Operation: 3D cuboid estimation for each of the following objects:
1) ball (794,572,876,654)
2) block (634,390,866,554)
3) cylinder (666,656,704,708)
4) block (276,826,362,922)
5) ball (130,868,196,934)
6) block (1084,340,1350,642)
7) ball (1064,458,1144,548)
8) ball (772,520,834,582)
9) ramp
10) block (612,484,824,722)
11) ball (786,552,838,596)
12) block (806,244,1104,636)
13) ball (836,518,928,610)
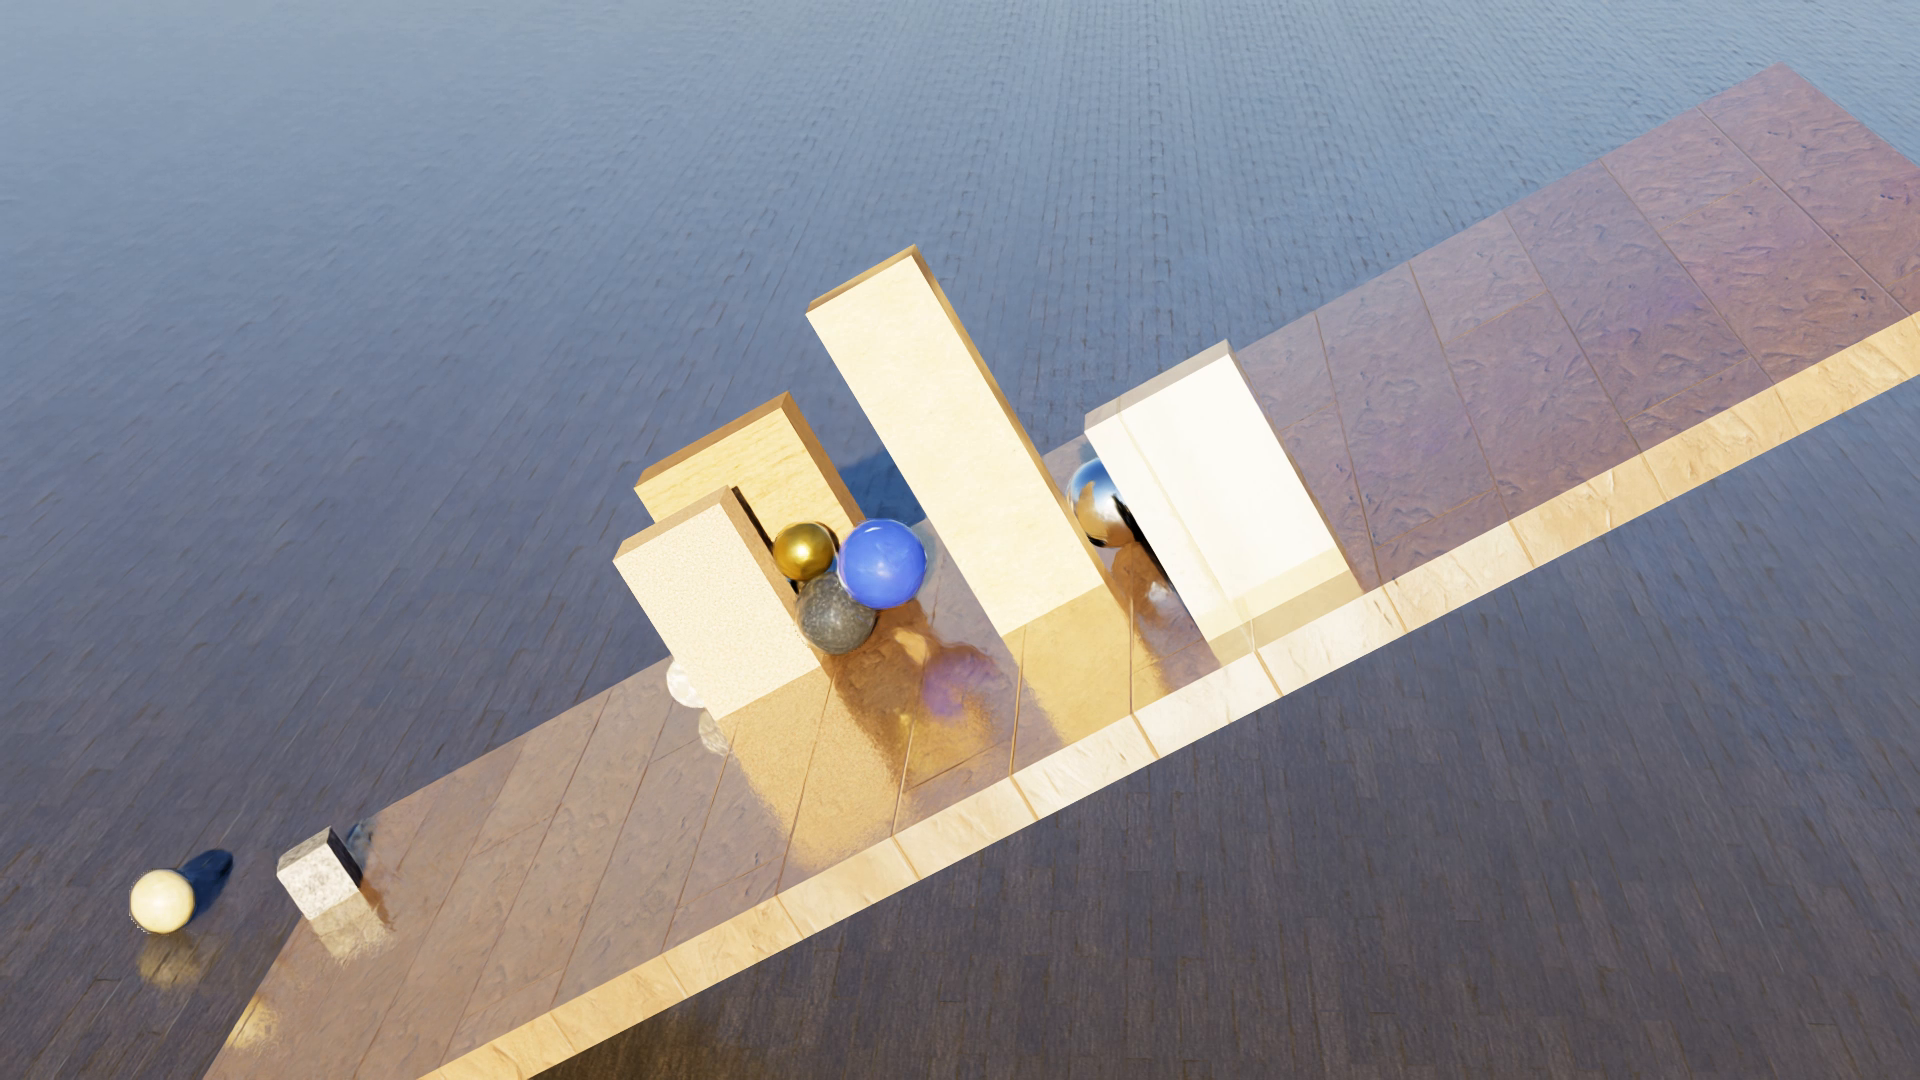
[{"bbox_3d":[-0.280,0.162,6.583,0.184,0.184,0.184,0,18,0],"label":"ball"},{"bbox_3d":[-0.457,-0.029,6.943,0.402,0.499,0.147,-28,15,12],"label":"block"},{"bbox_3d":[-0.608,0.304,6.864,0.137,0.137,0.137,0,17,1],"label":"cylinder"},{"bbox_3d":[-1.540,0.801,7.073,0.141,0.141,0.141,-31,14,-1],"label":"block"},{"bbox_3d":[-1.949,0.883,7.195,0.157,0.157,0.157,0,18,0],"label":"ball"},{"bbox_3d":[0.468,-0.089,5.356,0.293,0.460,0.111,-28,15,12],"label":"block"},{"bbox_3d":[0.315,-0.080,6.169,0.195,0.195,0.195,0,18,0],"label":"ball"},{"bbox_3d":[-0.355,0.025,6.668,0.141,0.141,0.141,0,18,0],"label":"ball"},{"bbox_3d":[0.142,0.168,6.284,4.000,0.100,2.000,-28,15,12],"label":"ramp"},{"bbox_3d":[-0.541,0.142,6.659,0.281,0.439,0.141,-28,15,12],"label":"block"},{"bbox_3d":[-0.330,0.111,6.806,0.187,0.187,0.187,0,18,0],"label":"ball"},{"bbox_3d":[-0.004,-0.199,6.017,0.246,0.787,0.105,-28,15,12],"label":"block"},{"bbox_3d":[-0.171,0.052,6.431,0.199,0.199,0.199,0,18,0],"label":"ball"}]
